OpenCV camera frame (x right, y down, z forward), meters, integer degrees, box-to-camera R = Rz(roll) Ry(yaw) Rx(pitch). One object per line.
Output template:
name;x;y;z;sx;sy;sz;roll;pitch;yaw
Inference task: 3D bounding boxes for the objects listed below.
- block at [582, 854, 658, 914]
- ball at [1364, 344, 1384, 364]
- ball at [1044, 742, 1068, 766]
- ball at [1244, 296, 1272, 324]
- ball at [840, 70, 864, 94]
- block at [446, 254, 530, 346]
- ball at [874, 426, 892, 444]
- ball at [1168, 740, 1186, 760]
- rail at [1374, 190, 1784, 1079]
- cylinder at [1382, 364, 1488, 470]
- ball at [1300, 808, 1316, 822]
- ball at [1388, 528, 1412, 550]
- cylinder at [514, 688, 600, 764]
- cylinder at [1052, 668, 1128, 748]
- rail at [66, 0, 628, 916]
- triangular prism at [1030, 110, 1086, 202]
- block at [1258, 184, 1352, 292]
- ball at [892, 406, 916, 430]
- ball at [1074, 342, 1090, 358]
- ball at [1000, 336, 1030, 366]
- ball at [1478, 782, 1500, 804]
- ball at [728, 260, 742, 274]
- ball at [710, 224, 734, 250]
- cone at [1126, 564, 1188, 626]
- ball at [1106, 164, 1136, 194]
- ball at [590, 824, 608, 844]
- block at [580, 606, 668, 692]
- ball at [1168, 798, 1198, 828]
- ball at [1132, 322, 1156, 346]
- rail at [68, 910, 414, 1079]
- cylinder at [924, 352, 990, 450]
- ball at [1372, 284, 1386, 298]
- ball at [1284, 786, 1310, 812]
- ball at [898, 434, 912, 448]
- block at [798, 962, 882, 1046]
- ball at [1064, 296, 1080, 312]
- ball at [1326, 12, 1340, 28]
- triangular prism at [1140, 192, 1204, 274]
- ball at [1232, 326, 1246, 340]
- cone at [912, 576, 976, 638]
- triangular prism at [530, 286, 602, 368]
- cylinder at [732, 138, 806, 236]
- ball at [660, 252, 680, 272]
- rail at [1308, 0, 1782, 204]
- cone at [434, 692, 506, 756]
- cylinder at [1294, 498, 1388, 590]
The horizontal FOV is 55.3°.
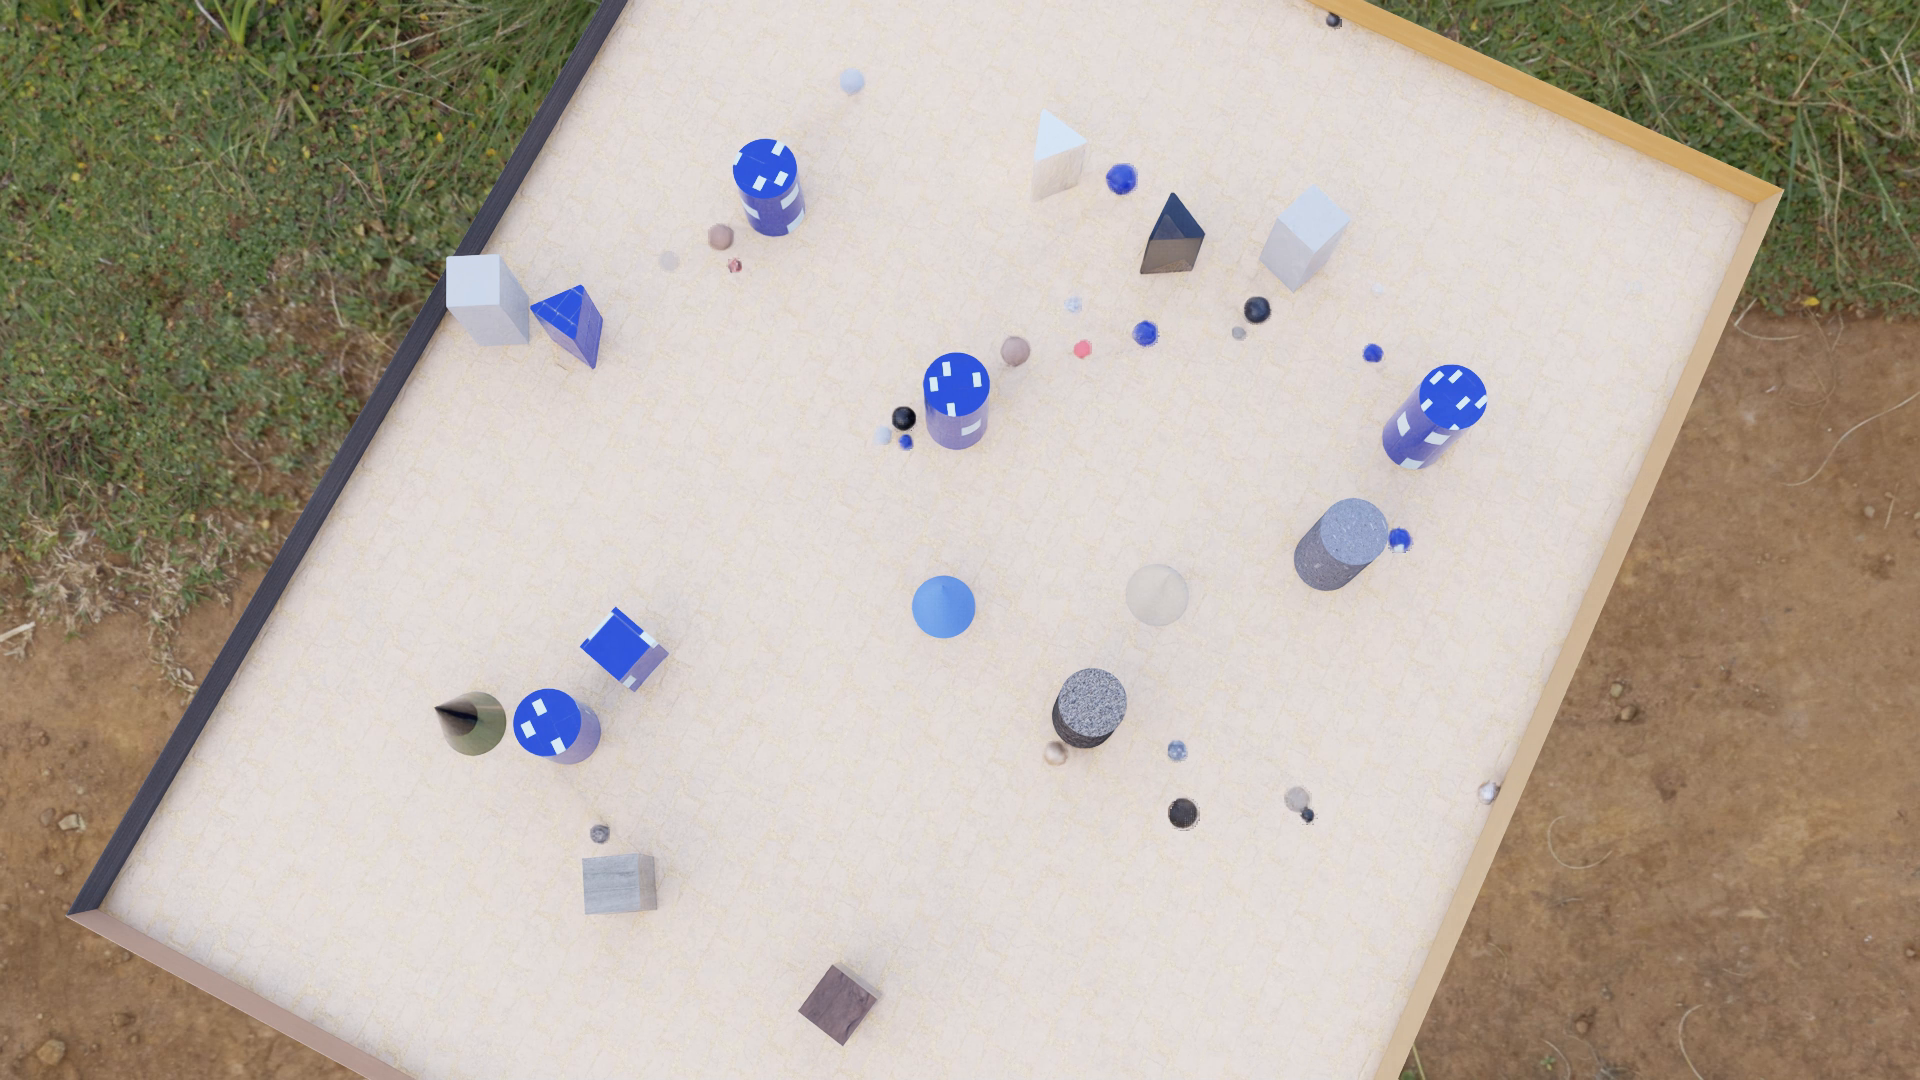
block;-0.975;0.990;5.264;0.155;0.290;0.155;-5;78;-1
ball;1.289;-0.580;5.706;0.059;0.059;0.059;0;78;0
ball;0.285;0.637;5.448;0.073;0.073;0.073;0;78;0
ball;0.928;-0.720;5.722;0.085;0.085;0.085;0;78;0
ball;-0.348;-1.470;5.881;0.079;0.079;0.079;0;78;0
block;-1.432;-0.725;5.573;0.155;0.380;0.155;-3;78;-1
ball;-0.239;-0.327;5.656;0.056;0.056;0.056;0;78;0
ball;0.646;0.626;5.458;0.058;0.058;0.058;0;78;0
rail;1.592;0.786;5.388;0.045;0.126;4.284;26;80;5
cylinder;1.405;-0.360;5.451;0.194;0.470;0.194;0;78;0
ball;1.030;0.815;5.426;0.042;0.042;0.042;0;78;0
ball;1.338;-0.003;5.581;0.071;0.071;0.071;0;78;0
cylinder;-1.174;0.548;5.353;0.194;0.294;0.194;0;78;0
cylinder;0.373;0.493;5.326;0.194;0.369;0.194;0;78;0
rail;-1.592;-0.773;5.711;0.045;0.126;4.284;26;80;5
triangular prism;0.278;-1.207;5.700;0.168;0.326;0.146;-21;79;-4
block;1.054;-0.921;5.625;0.155;0.357;0.155;-43;81;-8
ball;-0.174;-0.376;5.655;0.077;0.077;0.077;0;78;0
ball;0.381;-0.594;5.713;0.053;0.053;0.053;0;78;0
ball;0.171;-0.586;5.692;0.090;0.090;0.090;0;78;0
ball;1.567;0.748;5.429;0.064;0.064;0.064;0;78;0
ball;-0.707;-0.862;5.772;0.045;0.045;0.045;0;78;0
ball;-0.750;-0.953;5.773;0.080;0.080;0.080;0;78;0
cone;0.601;0.132;5.411;0.194;0.349;0.194;0;78;0
ball;0.511;-1.142;5.803;0.097;0.097;0.097;0;78;0
ball;-1.066;0.866;5.409;0.056;0.056;0.056;0;78;0
block;-0.989;0.326;5.415;0.155;0.263;0.155;40;81;8
ball;0.656;0.806;5.404;0.089;0.089;0.089;0;78;0
ball;0.575;-0.643;5.710;0.077;0.077;0.077;0;78;0
rail;-0.947;1.862;5.166;3.607;0.126;0.045;26;80;5
cylinder;-0.010;-0.413;5.506;0.194;0.385;0.194;0;78;0
ball;1.315;-0.783;5.756;0.045;0.045;0.045;0;78;0
ball;0.996;0.768;5.419;0.076;0.076;0.076;0;78;0
ball;-0.168;-0.305;5.657;0.043;0.043;0.043;0;78;0
block;-0.334;1.303;5.165;0.155;0.356;0.155;36;81;7
ball;0.352;-0.739;5.744;0.051;0.051;0.051;0;78;0
ball;1.210;-1.685;5.941;0.047;0.047;0.047;0;78;0
triangular prism;0.647;-0.949;5.662;0.168;0.296;0.146;-4;78;-1
ball;0.871;-0.649;5.729;0.042;0.042;0.042;0;78;0
cone;-0.050;0.167;5.396;0.194;0.364;0.194;0;78;0
triangular prism;-1.169;-0.671;5.600;0.168;0.304;0.146;35;80;7
cylinder;-0.589;-1.089;5.682;0.194;0.314;0.194;0;78;0
ball;-0.912;-0.877;5.767;0.061;0.061;0.061;0;78;0
rail;0.947;-1.849;5.934;3.607;0.126;0.045;26;80;5
cone;-1.459;0.507;5.291;0.194;0.431;0.194;0;78;0
cylinder;1.118;0.018;5.397;0.194;0.422;0.194;0;78;0
